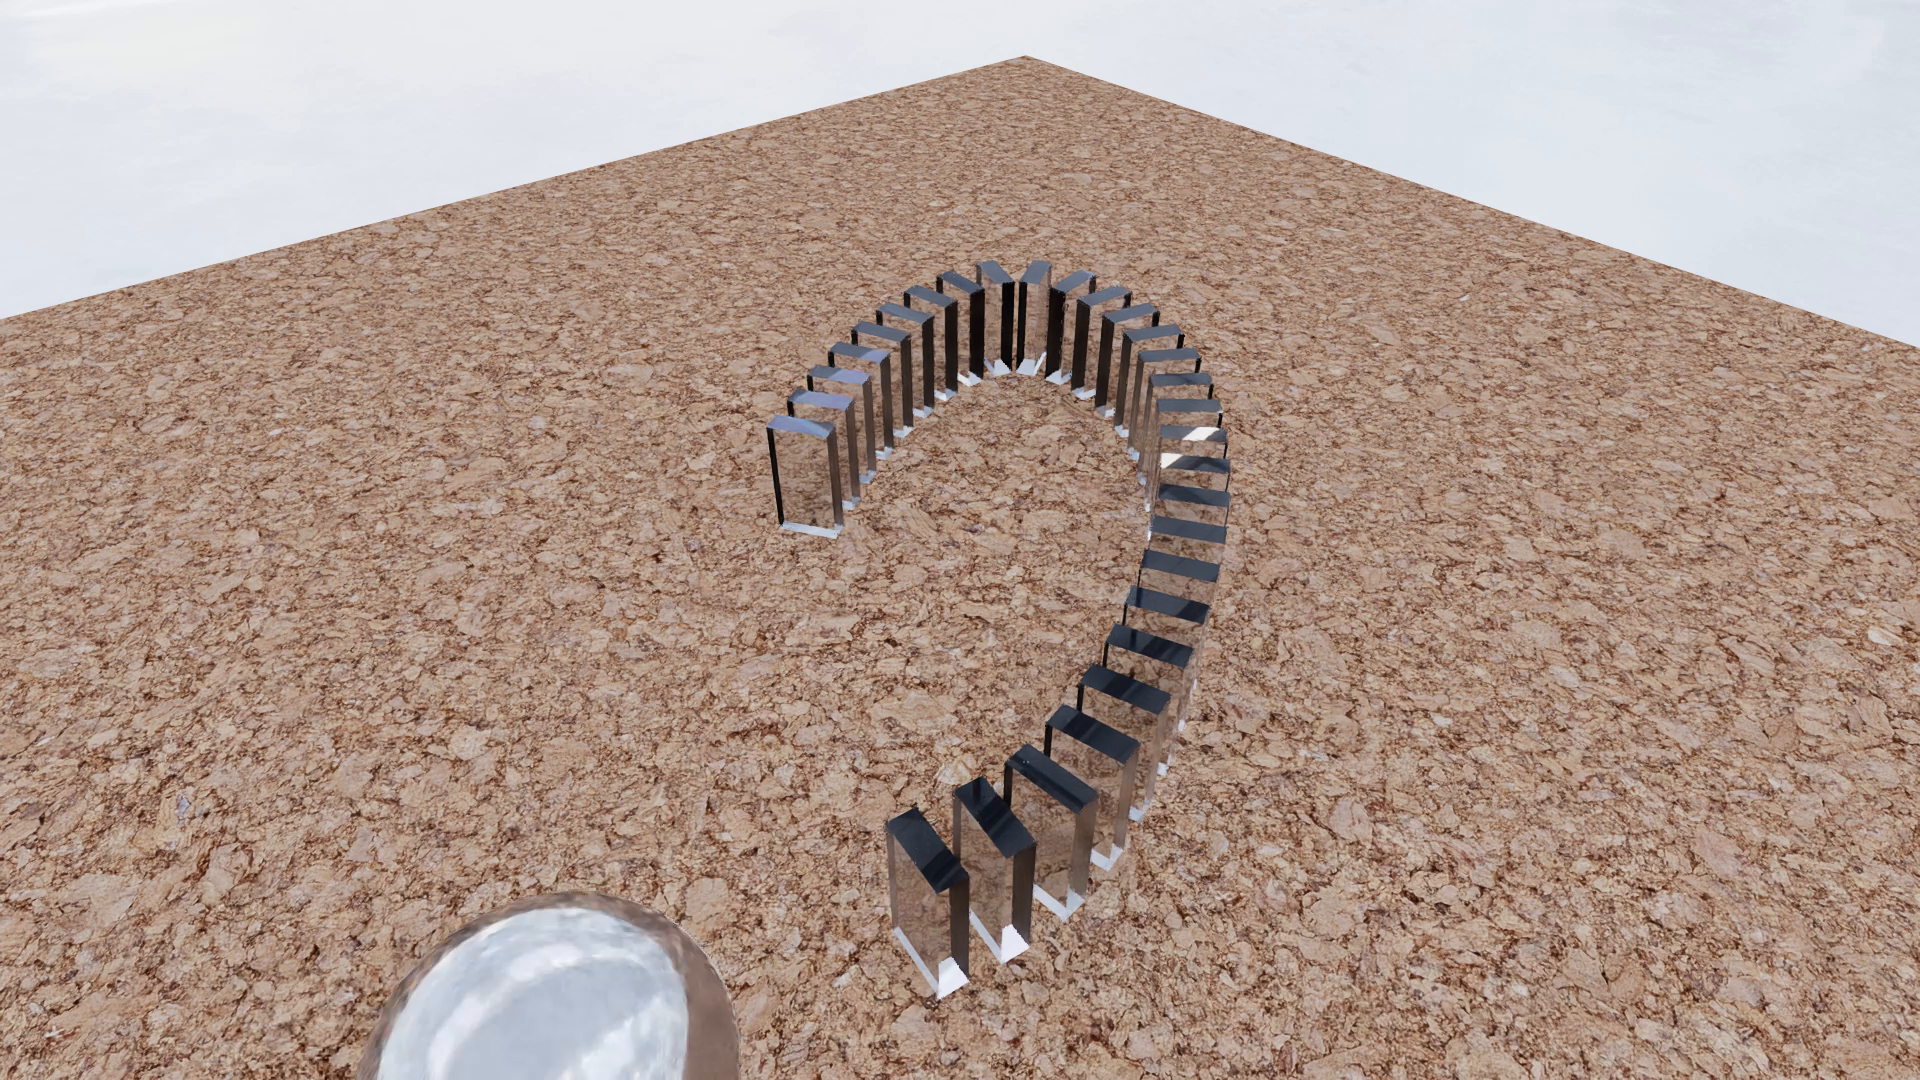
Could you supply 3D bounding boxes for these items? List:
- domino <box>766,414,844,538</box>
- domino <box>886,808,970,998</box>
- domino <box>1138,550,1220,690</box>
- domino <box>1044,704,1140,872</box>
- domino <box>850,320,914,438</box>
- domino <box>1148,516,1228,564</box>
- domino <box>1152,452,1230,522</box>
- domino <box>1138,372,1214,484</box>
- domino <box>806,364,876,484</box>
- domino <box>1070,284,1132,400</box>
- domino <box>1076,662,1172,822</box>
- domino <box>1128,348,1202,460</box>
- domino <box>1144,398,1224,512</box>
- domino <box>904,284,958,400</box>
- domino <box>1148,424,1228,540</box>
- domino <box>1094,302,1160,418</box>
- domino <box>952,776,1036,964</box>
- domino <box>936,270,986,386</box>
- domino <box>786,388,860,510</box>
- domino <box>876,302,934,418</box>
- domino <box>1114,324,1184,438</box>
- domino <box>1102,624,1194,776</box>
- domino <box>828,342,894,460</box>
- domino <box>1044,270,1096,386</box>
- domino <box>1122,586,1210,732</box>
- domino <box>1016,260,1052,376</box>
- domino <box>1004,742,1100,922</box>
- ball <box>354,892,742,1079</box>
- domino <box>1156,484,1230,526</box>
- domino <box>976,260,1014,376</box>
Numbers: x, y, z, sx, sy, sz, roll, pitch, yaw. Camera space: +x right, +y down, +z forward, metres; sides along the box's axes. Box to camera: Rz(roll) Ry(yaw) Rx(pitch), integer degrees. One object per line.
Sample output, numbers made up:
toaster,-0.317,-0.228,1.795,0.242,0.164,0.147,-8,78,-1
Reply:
domino,-0.062,-0.025,0.442,0.025,0.050,0.010,10,40,12
domino,-0.008,0.097,0.293,0.009,0.050,0.025,-23,44,-25
domino,0.072,0.028,0.378,0.025,0.050,0.009,12,41,15
domino,0.037,0.073,0.322,0.025,0.050,0.010,24,45,27
domino,-0.035,-0.073,0.500,0.025,0.050,0.009,18,43,21
domino,0.078,0.016,0.392,0.025,0.050,0.009,10,40,12
domino,0.087,-0.009,0.422,0.025,0.050,0.009,6,40,7
domino,0.091,-0.047,0.469,0.025,0.050,0.010,-2,39,-2
domino,-0.050,-0.049,0.472,0.025,0.050,0.009,12,41,14
domino,0.067,-0.094,0.527,0.025,0.050,0.010,-24,45,-26
domino,0.048,0.062,0.335,0.025,0.050,0.009,20,44,23
domino,0.089,-0.059,0.484,0.025,0.050,0.009,-5,40,-6
domino,0.091,-0.034,0.453,0.025,0.050,0.009,1,39,1
domino,-0.014,-0.094,0.526,0.025,0.050,0.010,27,46,29
domino,0.090,-0.022,0.438,0.025,0.050,0.009,4,39,5
domino,0.078,-0.084,0.514,0.025,0.050,0.010,-19,43,-21
domino,0.009,0.091,0.301,0.009,0.050,0.025,-22,44,-24
domino,0.000,-0.103,0.537,0.009,0.050,0.025,-28,47,-30
domino,-0.056,-0.037,0.457,0.025,0.050,0.009,11,40,13
domino,-0.025,-0.084,0.514,0.025,0.050,0.009,21,44,24
domino,0.085,-0.072,0.499,0.025,0.050,0.010,-11,41,-13
domino,0.057,0.051,0.349,0.025,0.050,0.010,17,42,20
domino,-0.043,-0.061,0.486,0.025,0.050,0.009,15,42,17
domino,0.054,-0.104,0.538,0.009,0.050,0.025,28,47,30
domino,0.065,0.040,0.363,0.025,0.050,0.009,14,41,17
domino,0.037,-0.110,0.546,0.010,0.050,0.025,12,41,14
domino,0.024,0.083,0.310,0.025,0.050,0.010,31,49,32
ball,-0.089,0.119,0.242,0.080,0.080,0.080,0,39,0
domino,0.083,0.003,0.407,0.025,0.050,0.009,8,40,10
domino,0.017,-0.110,0.546,0.010,0.050,0.025,-14,41,-17
